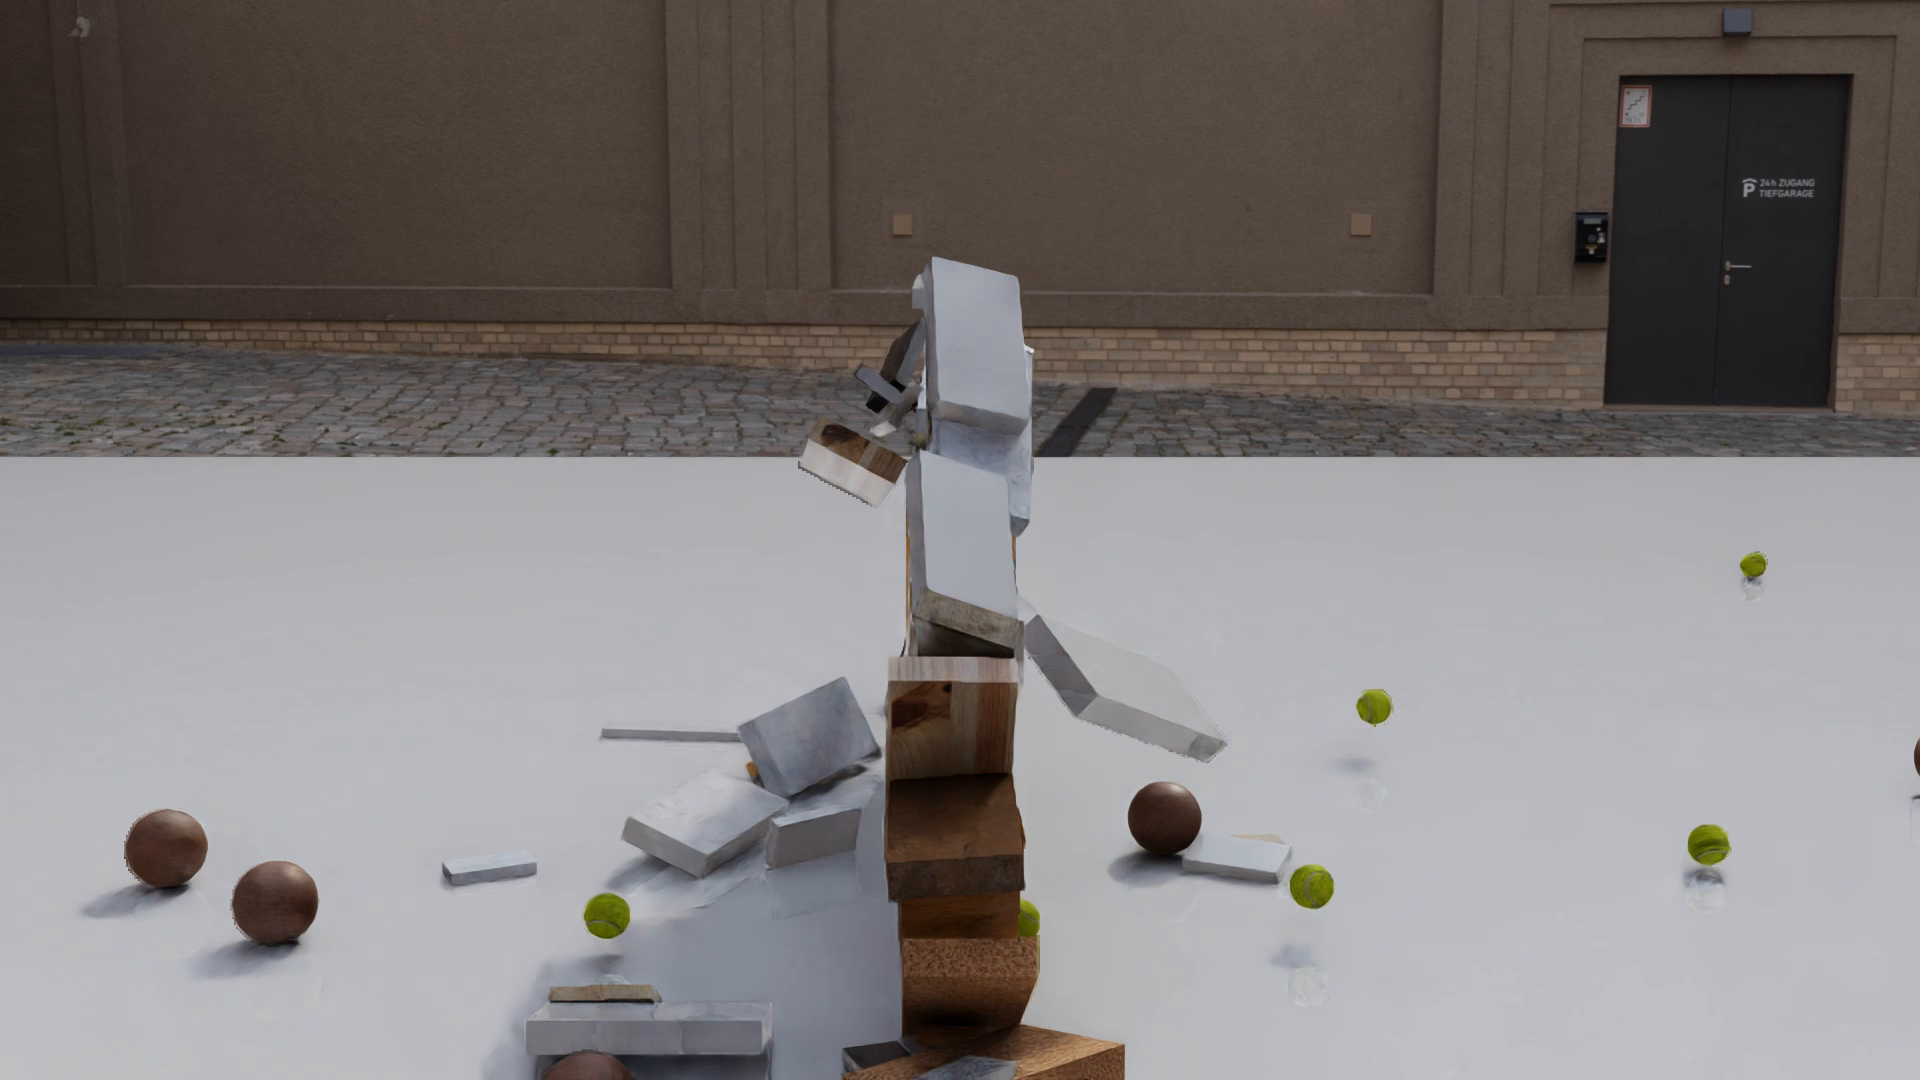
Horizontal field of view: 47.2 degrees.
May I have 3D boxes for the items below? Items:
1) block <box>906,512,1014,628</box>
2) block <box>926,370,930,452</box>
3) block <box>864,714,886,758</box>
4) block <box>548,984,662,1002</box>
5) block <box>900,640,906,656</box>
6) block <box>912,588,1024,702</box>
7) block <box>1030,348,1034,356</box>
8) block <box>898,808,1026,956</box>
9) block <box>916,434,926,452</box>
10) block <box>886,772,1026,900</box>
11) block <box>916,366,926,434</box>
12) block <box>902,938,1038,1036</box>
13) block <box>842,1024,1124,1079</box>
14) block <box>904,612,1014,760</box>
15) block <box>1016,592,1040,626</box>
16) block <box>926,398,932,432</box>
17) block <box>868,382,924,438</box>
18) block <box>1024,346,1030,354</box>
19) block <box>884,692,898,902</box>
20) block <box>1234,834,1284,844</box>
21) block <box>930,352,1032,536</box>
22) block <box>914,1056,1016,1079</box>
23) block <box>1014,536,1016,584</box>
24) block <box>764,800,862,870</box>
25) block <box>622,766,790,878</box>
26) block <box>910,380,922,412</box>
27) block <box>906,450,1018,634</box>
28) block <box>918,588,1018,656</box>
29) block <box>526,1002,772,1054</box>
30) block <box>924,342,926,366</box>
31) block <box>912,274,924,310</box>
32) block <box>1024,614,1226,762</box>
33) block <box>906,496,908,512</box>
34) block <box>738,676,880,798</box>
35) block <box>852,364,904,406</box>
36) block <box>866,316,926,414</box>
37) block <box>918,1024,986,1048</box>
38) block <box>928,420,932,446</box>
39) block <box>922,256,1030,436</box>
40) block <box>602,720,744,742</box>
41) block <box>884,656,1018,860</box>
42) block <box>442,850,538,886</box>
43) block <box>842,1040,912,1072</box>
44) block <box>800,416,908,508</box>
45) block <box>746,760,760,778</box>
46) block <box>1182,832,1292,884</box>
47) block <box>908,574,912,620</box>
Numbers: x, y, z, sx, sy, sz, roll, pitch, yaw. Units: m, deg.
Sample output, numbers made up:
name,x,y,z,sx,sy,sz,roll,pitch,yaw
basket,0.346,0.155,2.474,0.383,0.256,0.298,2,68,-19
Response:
name,x,y,z,sx,sy,sz,roll,pitch,yaw
block,0.000,0.123,3.509,0.170,0.340,0.048,0,-8,-1
block,0.003,-0.255,3.852,0.126,0.333,0.036,0,8,-2
block,-0.181,0.408,4.576,0.094,0.027,0.227,2,11,13
block,-0.504,0.653,3.125,0.146,0.021,0.073,-2,-27,4
block,-0.111,0.280,4.857,0.024,0.085,0.169,-2,-31,-11
block,0.015,0.148,2.969,0.139,0.039,0.277,18,-18,8
block,0.090,-0.332,4.552,0.085,0.169,0.024,24,30,11
block,-0.001,0.475,2.975,0.160,0.320,0.045,-6,53,-6
block,0.002,-0.177,4.243,0.171,0.048,0.341,0,10,0
block,-0.007,0.362,2.721,0.160,0.045,0.320,-4,11,0
block,0.008,-0.261,4.079,0.163,0.046,0.327,1,18,1
block,0.005,0.585,2.855,0.160,0.045,0.528,0,-20,-2
block,0.034,0.674,2.748,0.173,0.049,0.347,1,1,40
block,-0.004,0.251,3.267,0.164,0.047,0.329,9,45,-6
block,0.090,0.115,3.293,0.414,0.021,0.073,42,24,20
block,-0.020,-0.180,3.451,0.052,0.015,0.103,7,52,-21
block,-0.120,-0.241,4.067,0.025,0.088,0.176,33,-9,-10
block,0.054,-0.250,4.564,0.163,0.327,0.046,10,27,18
block,-0.024,0.377,3.258,0.164,0.329,0.047,4,-31,-11
block,0.499,0.541,3.878,0.139,0.020,0.070,-2,11,-10
block,0.034,-0.170,3.430,0.150,0.043,0.344,15,50,-15
block,0.007,0.641,2.622,0.066,0.019,0.132,1,0,30
block,0.008,0.082,3.734,0.170,0.340,0.048,0,-3,-2
block,-0.255,0.513,3.832,0.176,0.088,0.025,-8,30,-38
block,-0.447,0.497,3.905,0.162,0.046,0.324,23,17,16
block,-0.044,-0.312,4.422,0.070,0.140,0.020,19,28,-12
block,0.002,0.019,3.194,0.150,0.301,0.043,18,-41,-26
block,0.014,0.131,3.279,0.139,0.039,0.277,17,25,-6
block,-0.423,0.669,3.020,0.314,0.044,0.157,0,-3,0
block,0.005,-0.209,4.533,0.163,0.441,0.046,8,27,12
block,-0.013,-0.427,3.766,0.126,0.036,0.253,0,12,1
block,0.237,0.216,3.155,0.393,0.044,0.157,24,25,-54
block,0.007,-0.097,3.628,0.170,0.048,0.340,1,11,2
block,-0.292,0.386,4.289,0.046,0.162,0.324,-28,-3,31
block,-0.146,-0.277,3.912,0.088,0.025,0.176,37,1,-7
block,-0.113,-0.325,4.093,0.094,0.027,0.188,-39,22,41
block,-0.007,0.671,2.958,0.077,0.022,0.155,1,-16,9
block,0.006,-0.215,3.613,0.108,0.030,0.215,0,28,2
block,0.024,-0.308,3.471,0.150,0.043,0.301,11,51,-19
block,-0.549,0.403,4.622,0.398,0.020,0.070,1,11,6
block,-0.015,0.293,2.902,0.164,0.328,0.047,1,39,-2
block,-0.806,0.561,3.768,0.146,0.021,0.073,-5,12,-25
block,-0.101,0.703,2.934,0.077,0.022,0.155,-4,3,-16
block,-0.188,-0.133,3.809,0.162,0.046,0.324,28,-8,-3
block,-0.349,0.416,4.387,0.094,0.027,0.188,-23,5,20
block,0.477,0.546,3.777,0.169,0.024,0.085,5,28,26
block,-0.027,0.302,3.355,0.108,0.544,0.030,5,-25,-10
